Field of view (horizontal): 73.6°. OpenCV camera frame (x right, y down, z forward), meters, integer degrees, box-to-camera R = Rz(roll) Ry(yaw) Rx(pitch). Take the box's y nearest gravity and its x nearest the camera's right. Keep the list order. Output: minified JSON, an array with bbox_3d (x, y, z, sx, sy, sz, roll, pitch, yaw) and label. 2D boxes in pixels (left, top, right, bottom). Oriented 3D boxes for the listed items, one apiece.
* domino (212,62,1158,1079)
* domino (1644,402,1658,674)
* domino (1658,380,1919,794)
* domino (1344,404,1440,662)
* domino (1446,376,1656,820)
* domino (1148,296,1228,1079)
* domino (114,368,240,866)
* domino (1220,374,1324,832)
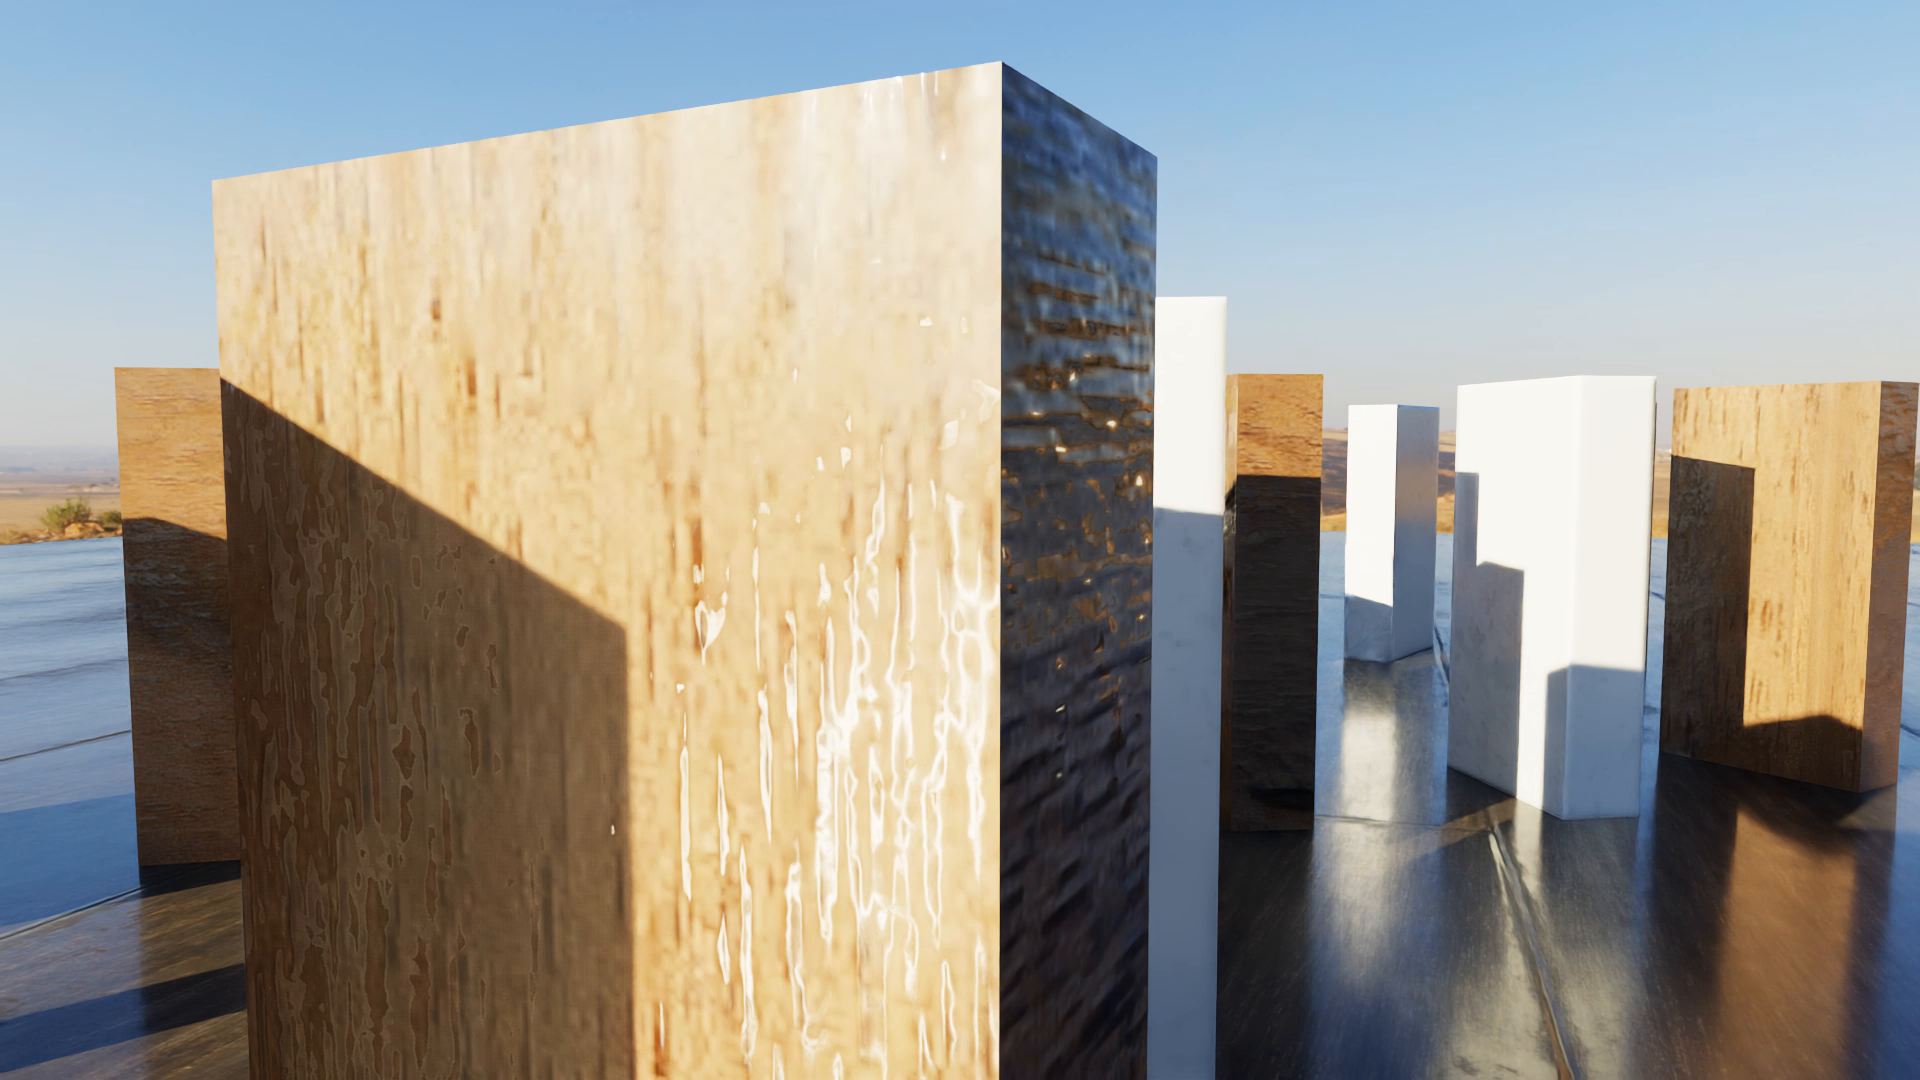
[{"bbox_3d":[-0.008,0.015,0.037,0.025,0.050,0.009,2,5,27],"label":"domino"},{"bbox_3d":[0.114,0.000,0.233,0.025,0.050,0.010,-3,5,-34],"label":"domino"},{"bbox_3d":[0.107,0.005,0.168,0.010,0.050,0.025,-3,5,-31],"label":"domino"},{"bbox_3d":[0.088,-0.002,0.260,0.010,0.050,0.025,3,5,38],"label":"domino"},{"bbox_3d":[0.071,0.006,0.156,0.010,0.050,0.025,-1,4,-9],"label":"domino"},{"bbox_3d":[0.002,0.012,0.074,0.025,0.050,0.009,1,4,8],"label":"domino"},{"bbox_3d":[-0.081,0.007,0.141,0.009,0.050,0.025,-1,4,-13],"label":"domino"},{"bbox_3d":[0.033,0.006,0.152,0.010,0.050,0.025,0,4,-6],"label":"domino"}]
